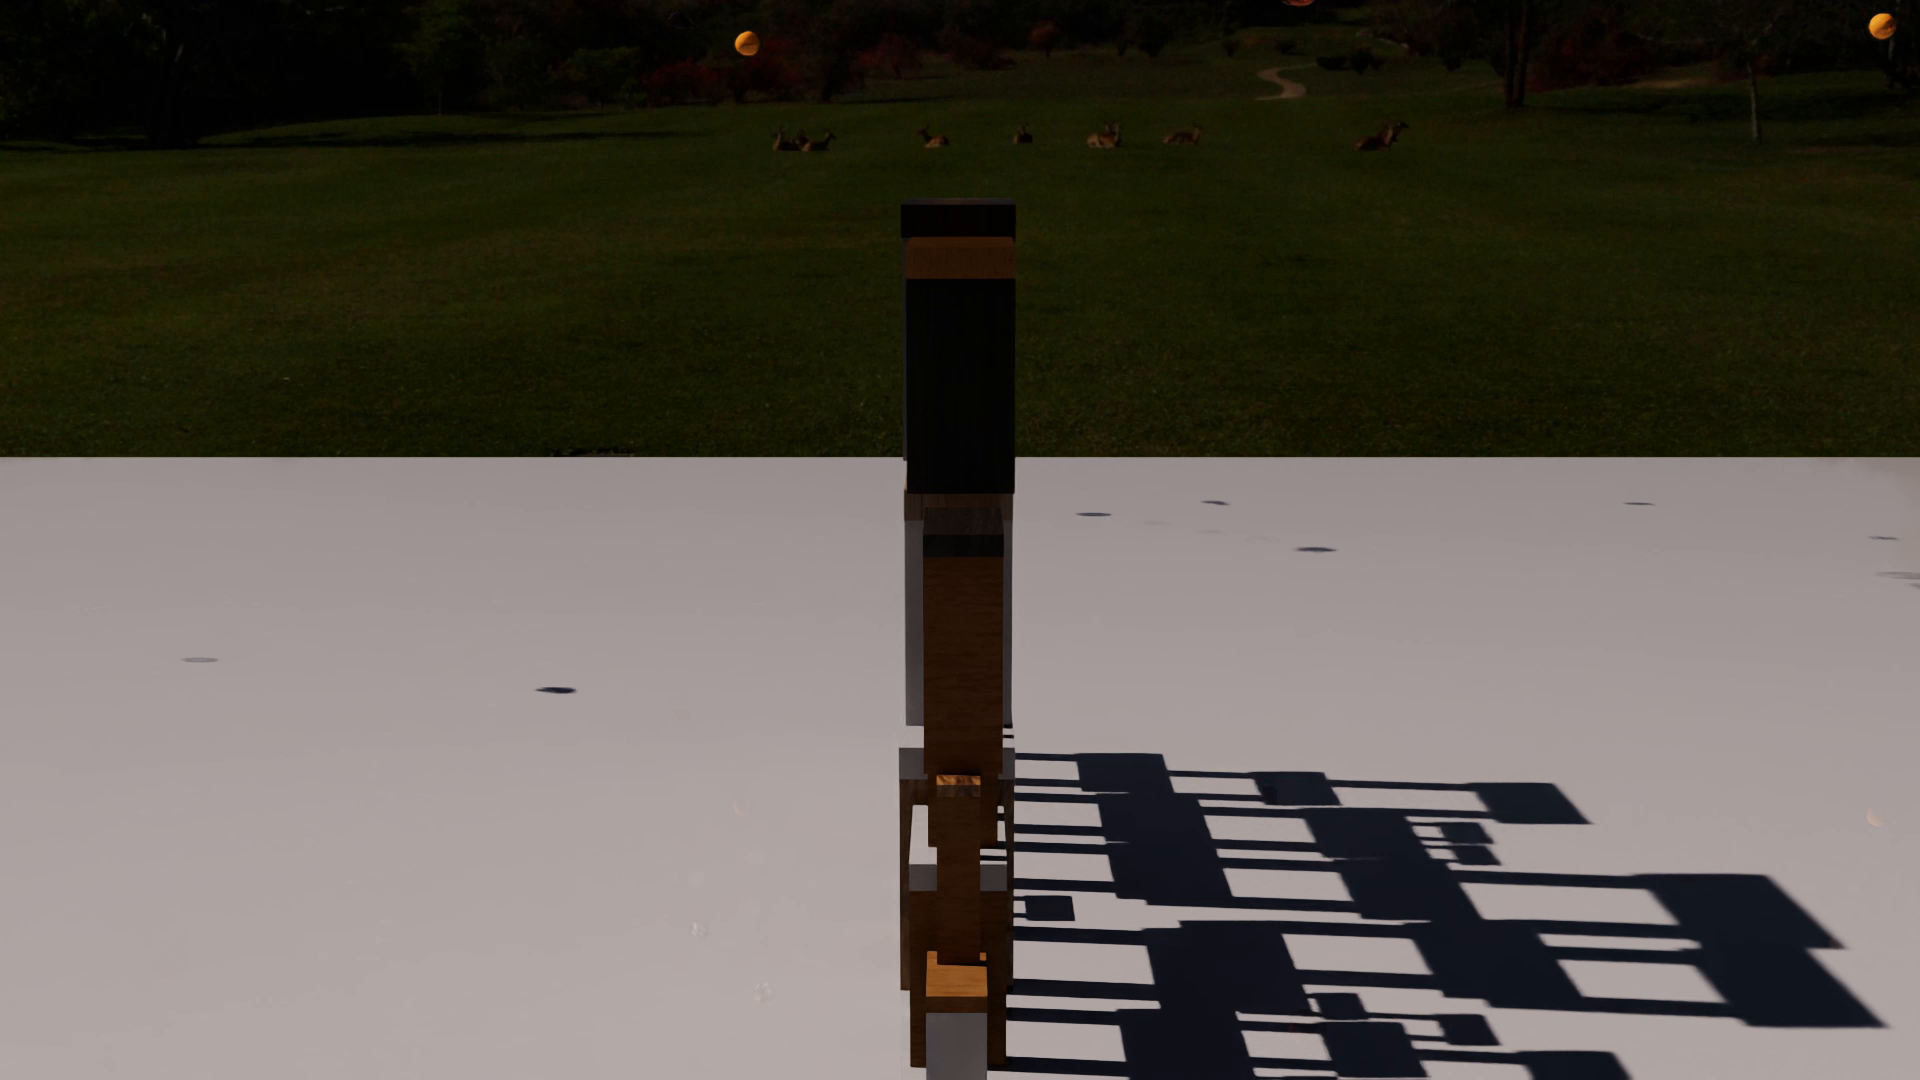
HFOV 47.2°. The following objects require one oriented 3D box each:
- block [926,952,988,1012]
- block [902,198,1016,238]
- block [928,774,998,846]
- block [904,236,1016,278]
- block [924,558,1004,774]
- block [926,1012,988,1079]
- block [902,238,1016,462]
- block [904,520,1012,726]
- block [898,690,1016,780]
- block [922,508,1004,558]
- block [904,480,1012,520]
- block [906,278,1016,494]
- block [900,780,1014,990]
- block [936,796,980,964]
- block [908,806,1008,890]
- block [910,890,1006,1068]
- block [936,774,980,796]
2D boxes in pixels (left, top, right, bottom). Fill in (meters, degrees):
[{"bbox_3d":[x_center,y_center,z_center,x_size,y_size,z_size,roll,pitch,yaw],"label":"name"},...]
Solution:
[{"bbox_3d":[-0.004,0.572,2.852,0.078,0.022,0.156,0,11,0],"label":"block"},{"bbox_3d":[-0.002,-0.519,3.528,0.175,0.050,0.350,0,11,0],"label":"block"},{"bbox_3d":[0.004,0.321,2.976,0.094,0.188,0.027,0,11,0],"label":"block"},{"bbox_3d":[0.001,-0.413,3.208,0.154,0.044,0.308,0,11,0],"label":"block"},{"bbox_3d":[0.004,0.159,2.858,0.103,0.292,0.029,0,11,0],"label":"block"},{"bbox_3d":[-0.004,0.669,2.817,0.078,0.156,0.022,0,11,0],"label":"block"},{"bbox_3d":[-0.002,-0.301,3.450,0.175,0.350,0.050,0,10,0],"label":"block"},{"bbox_3d":[-0.002,0.117,3.266,0.157,0.315,0.045,0,10,0],"label":"block"},{"bbox_3d":[-0.005,0.291,3.323,0.167,0.047,0.334,0,11,0],"label":"block"},{"bbox_3d":[0.004,-0.011,2.896,0.103,0.029,0.206,0,11,0],"label":"block"},{"bbox_3d":[-0.002,-0.079,3.336,0.158,0.045,0.315,0,11,0],"label":"block"},{"bbox_3d":[0.001,-0.222,3.139,0.154,0.308,0.044,0,11,0],"label":"block"},{"bbox_3d":[-0.005,0.498,3.248,0.167,0.334,0.047,0,11,0],"label":"block"},{"bbox_3d":[-0.002,0.441,2.866,0.056,0.232,0.016,0,10,0],"label":"block"},{"bbox_3d":[-0.002,0.423,3.041,0.130,0.037,0.260,0,11,0],"label":"block"},{"bbox_3d":[-0.003,0.585,2.982,0.130,0.260,0.037,0,11,0],"label":"block"},{"bbox_3d":[-0.002,0.312,2.880,0.056,0.016,0.112,0,11,0],"label":"block"}]
